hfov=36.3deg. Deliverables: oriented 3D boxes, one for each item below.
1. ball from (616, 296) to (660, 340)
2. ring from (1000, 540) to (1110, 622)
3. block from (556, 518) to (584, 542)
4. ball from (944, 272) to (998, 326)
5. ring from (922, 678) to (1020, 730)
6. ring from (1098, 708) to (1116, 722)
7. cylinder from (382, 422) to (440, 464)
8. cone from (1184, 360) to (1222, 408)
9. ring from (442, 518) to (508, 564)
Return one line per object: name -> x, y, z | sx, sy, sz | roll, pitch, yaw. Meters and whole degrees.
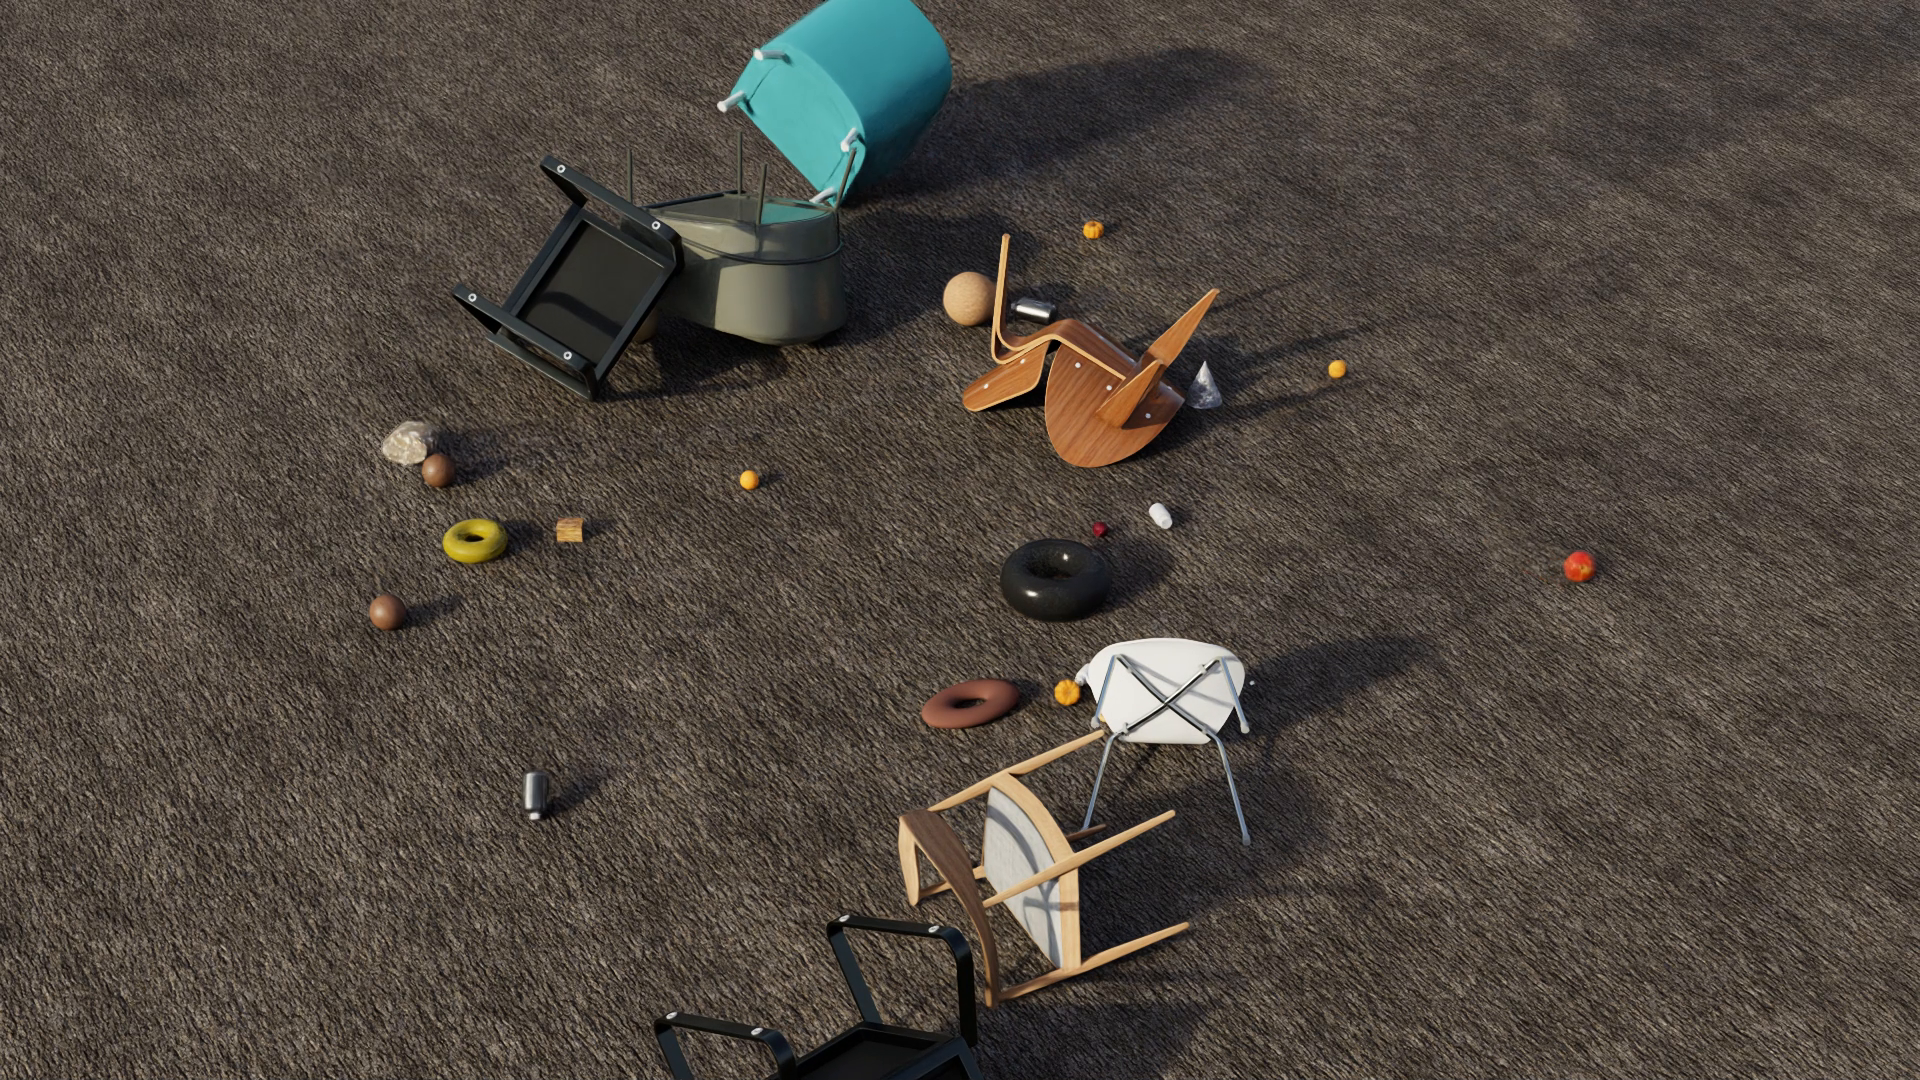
ball -> -1.336, -0.920, 12.170 | 0.188, 0.188, 0.188 | 0, 33, 0
ring -> 0.344, 0.144, 10.579 | 0.402, 0.165, 0.387 | 1, 35, 4
block -> -1.454, -0.039, 10.946 | 0.092, 0.063, 0.064 | 1, 33, 1
ball -> 0.045, -1.009, 12.268 | 0.228, 0.228, 0.228 | 0, 33, 0
ring -> 0.037, 0.560, 10.041 | 0.370, 0.059, 0.217 | -18, 36, -25
ring -> 0.500, 0.599, 10.017 | 0.061, 0.021, 0.068 | -4, 34, -4
cylinder -> -2.132, -0.376, 11.387 | 0.201, 0.135, 0.105 | -2, 30, 25
cone -> 0.978, -0.639, 11.747 | 0.157, 0.185, 0.133 | 2, 33, 3
ring -> -1.796, 0.003, 10.869 | 0.240, 0.080, 0.242 | -26, 41, -32
